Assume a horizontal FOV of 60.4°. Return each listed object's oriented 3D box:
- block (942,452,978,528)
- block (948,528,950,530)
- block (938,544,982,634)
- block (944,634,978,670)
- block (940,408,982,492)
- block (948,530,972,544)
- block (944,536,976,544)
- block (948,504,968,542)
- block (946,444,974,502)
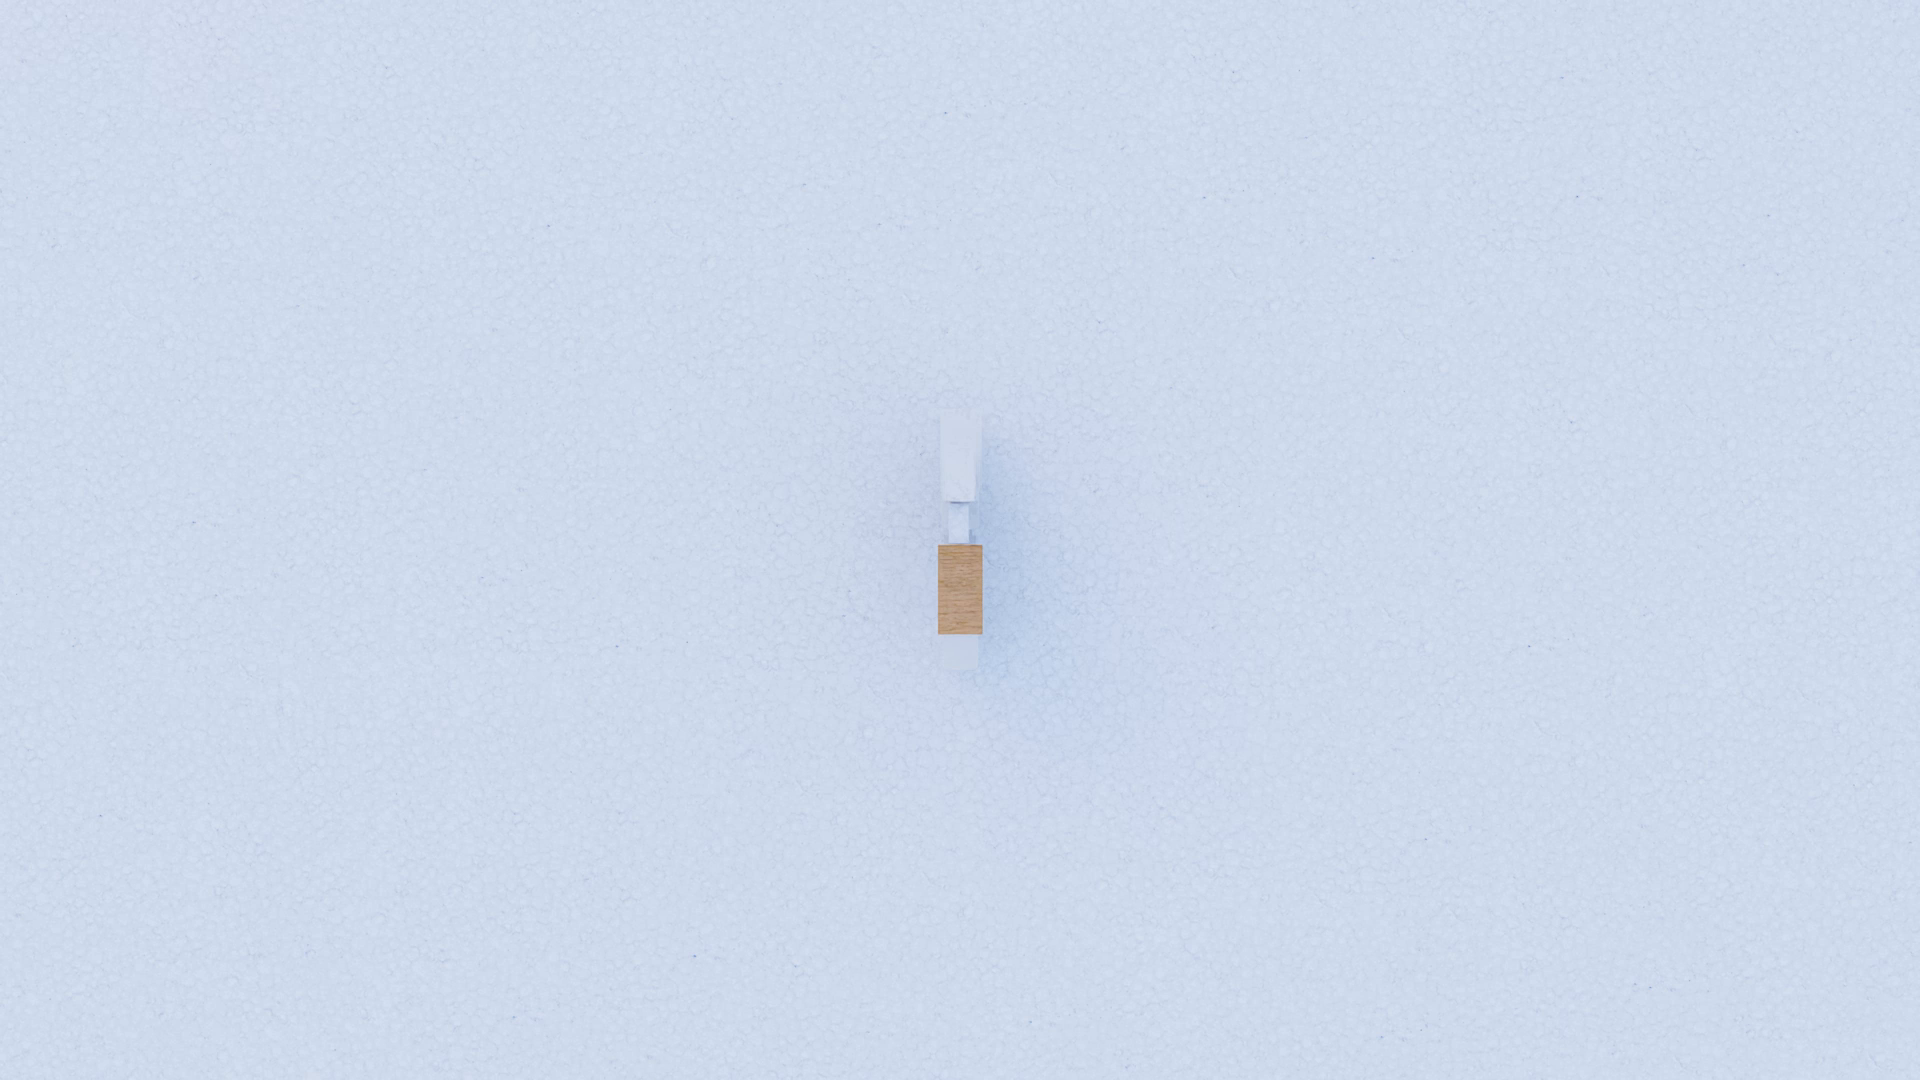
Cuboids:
[{"bbox_3d":[0.001,-0.150,4.962,0.112,0.032,0.224,0,90,0],"label":"block"},{"bbox_3d":[-0.004,-0.084,5.363,0.064,0.018,0.128,0,90,0],"label":"block"},{"bbox_3d":[0.001,0.144,4.811,0.130,0.037,0.261,0,90,0],"label":"block"},{"bbox_3d":[0.003,0.305,5.269,0.108,0.031,0.216,0,90,0],"label":"block"},{"bbox_3d":[0.003,-0.283,5.221,0.130,0.037,0.261,0,90,0],"label":"block"},{"bbox_3d":[0.001,0.040,5.107,0.073,0.021,0.147,0,90,0],"label":"block"},{"bbox_3d":[0.000,0.089,5.278,0.104,0.029,0.207,0,90,0],"label":"block"},{"bbox_3d":[-0.003,-0.049,4.824,0.057,0.016,0.114,0,90,0],"label":"block"},{"bbox_3d":[0.000,-0.194,4.771,0.082,0.023,0.164,0,90,0],"label":"block"}]
